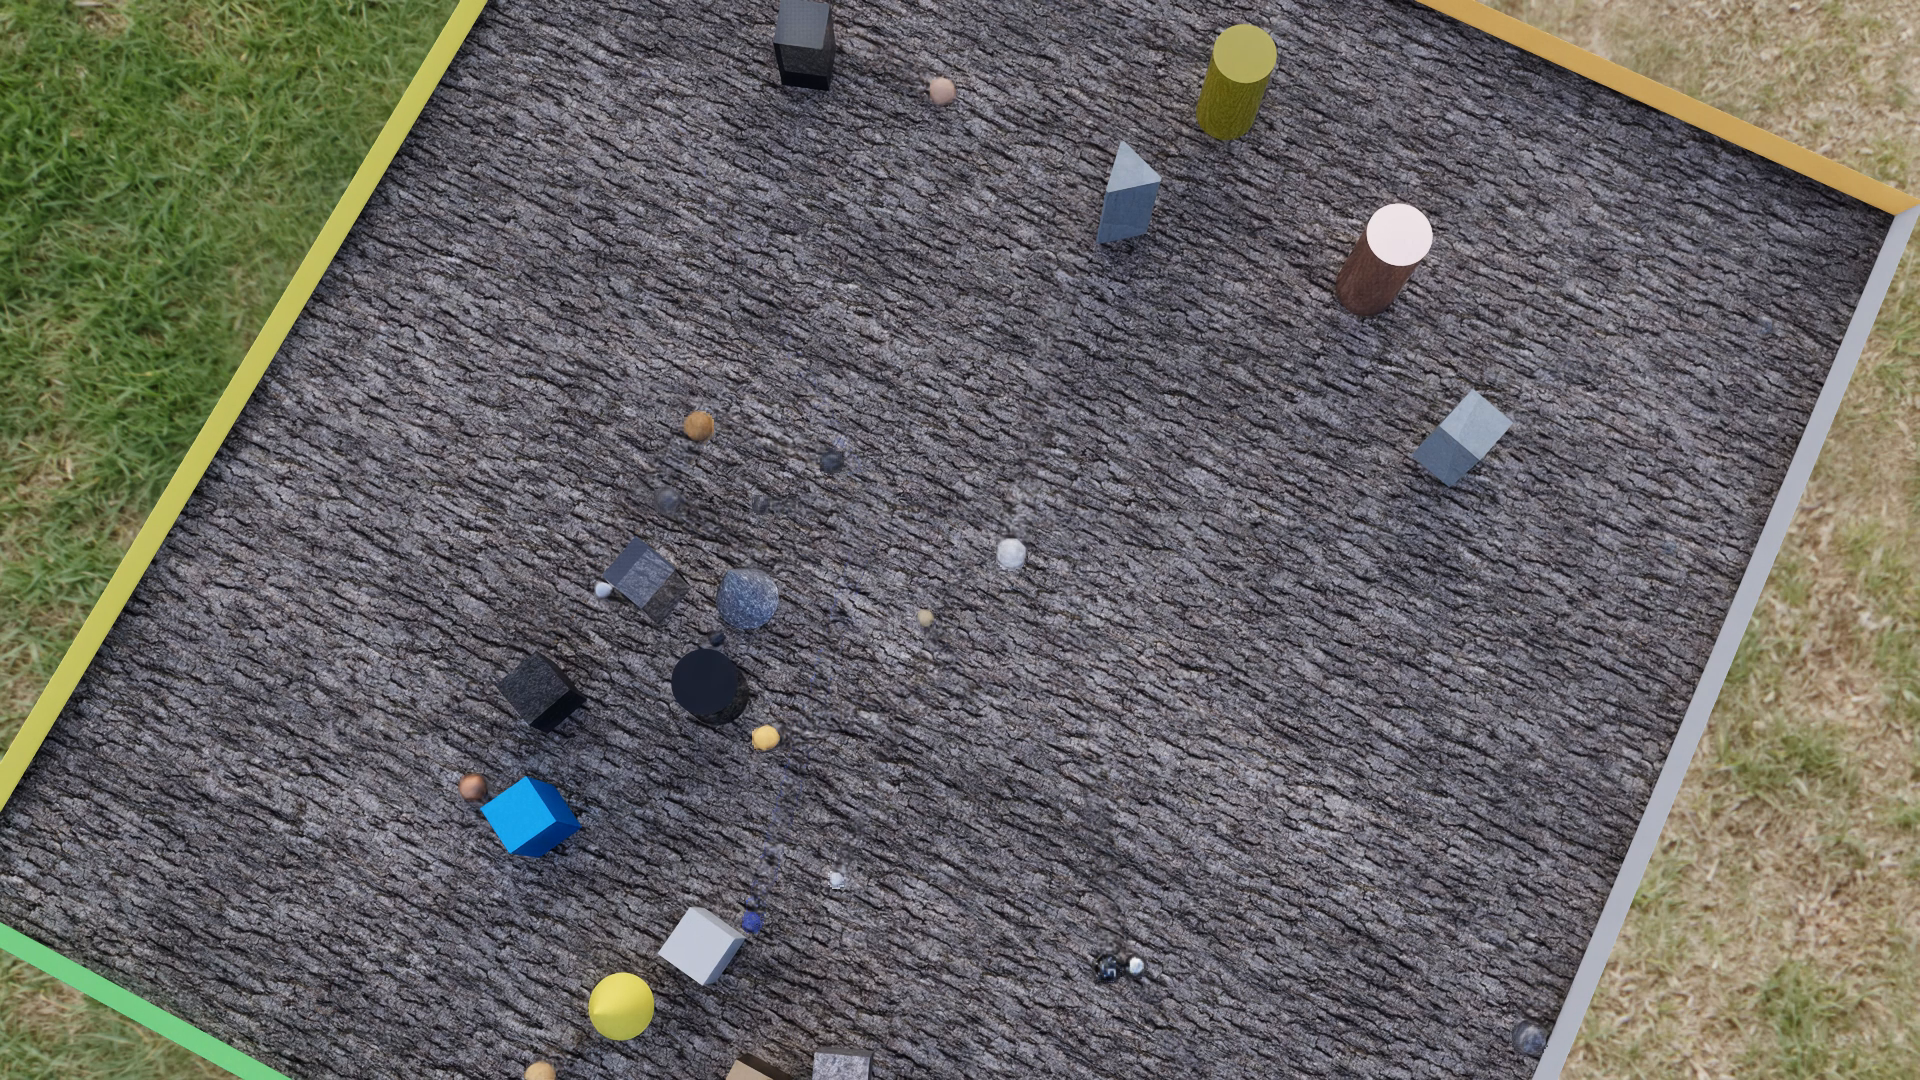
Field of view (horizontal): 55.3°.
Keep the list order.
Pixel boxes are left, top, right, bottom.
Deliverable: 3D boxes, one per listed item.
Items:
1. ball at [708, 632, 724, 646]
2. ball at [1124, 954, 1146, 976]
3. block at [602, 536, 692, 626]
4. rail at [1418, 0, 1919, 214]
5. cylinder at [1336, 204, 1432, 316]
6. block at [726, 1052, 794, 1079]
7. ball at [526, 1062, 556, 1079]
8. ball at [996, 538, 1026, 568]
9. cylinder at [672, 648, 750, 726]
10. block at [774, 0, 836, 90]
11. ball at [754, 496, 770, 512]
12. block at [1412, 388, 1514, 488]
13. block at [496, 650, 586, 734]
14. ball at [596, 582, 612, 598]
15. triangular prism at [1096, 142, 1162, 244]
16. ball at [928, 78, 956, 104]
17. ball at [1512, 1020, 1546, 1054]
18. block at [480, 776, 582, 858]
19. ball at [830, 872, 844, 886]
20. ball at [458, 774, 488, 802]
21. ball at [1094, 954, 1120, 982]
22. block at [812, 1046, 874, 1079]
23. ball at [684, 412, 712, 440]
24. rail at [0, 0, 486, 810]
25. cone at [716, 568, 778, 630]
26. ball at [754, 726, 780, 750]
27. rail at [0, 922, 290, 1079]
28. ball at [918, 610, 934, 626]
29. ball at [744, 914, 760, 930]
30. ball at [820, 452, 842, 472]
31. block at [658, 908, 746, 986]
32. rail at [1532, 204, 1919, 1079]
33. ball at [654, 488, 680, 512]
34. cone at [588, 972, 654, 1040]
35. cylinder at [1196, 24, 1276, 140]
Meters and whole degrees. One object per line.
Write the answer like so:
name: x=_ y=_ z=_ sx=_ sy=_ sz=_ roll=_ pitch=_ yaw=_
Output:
ball: x=-0.736 y=0.300 z=5.531 sx=0.046 sy=0.046 sz=0.046 roll=0 pitch=78 yaw=0
ball: x=0.509 y=1.237 z=5.328 sx=0.063 sy=0.063 sz=0.063 roll=0 pitch=78 yaw=0
block: x=-0.924 y=0.124 z=5.427 sx=0.153 sy=0.321 sz=0.153 roll=38 pitch=81 yaw=7
rail: x=1.018 y=-1.988 z=5.963 sx=4.417 sy=0.124 sz=0.045 roll=26 pitch=80 yaw=5
cylinder: x=1.280 y=-0.843 z=5.557 sx=0.191 sy=0.457 sz=0.191 roll=0 pitch=78 yaw=0
block: x=-0.582 y=1.556 z=5.150 sx=0.153 sy=0.283 sz=0.153 roll=27 pitch=80 yaw=5
ball: x=-1.203 y=1.539 z=5.255 sx=0.085 sy=0.085 sz=0.085 roll=0 pitch=78 yaw=0
ball: x=0.157 y=0.040 z=5.563 sx=0.090 sy=0.090 sz=0.090 roll=0 pitch=78 yaw=0
cylinder: x=-0.730 y=0.434 z=5.379 sx=0.191 sy=0.290 sz=0.191 roll=0 pitch=78 yaw=0
block: x=-0.488 y=-1.563 z=5.792 sx=0.153 sy=0.290 sz=0.153 roll=8 pitch=78 yaw=2
ball: x=-0.608 y=-0.109 z=5.613 sx=0.050 sy=0.050 sz=0.050 roll=0 pitch=78 yaw=0
block: x=1.504 y=-0.302 z=5.505 sx=0.153 sy=0.341 sz=0.153 roll=42 pitch=81 yaw=8
block: x=-1.230 y=0.450 z=5.394 sx=0.153 sy=0.253 sz=0.153 roll=-41 pitch=81 yaw=-8
ball: x=-1.081 y=0.153 z=5.560 sx=0.049 sy=0.049 sz=0.049 roll=0 pitch=78 yaw=0
triangular prism: x=0.497 y=-1.070 z=5.622 sx=0.166 sy=0.423 sz=0.143 roll=-13 pitch=79 yaw=-3
ball: x=-0.058 y=-1.439 z=5.871 sx=0.085 sy=0.085 sz=0.085 roll=0 pitch=78 yaw=0
ball: x=1.638 y=1.431 z=5.272 sx=0.096 sy=0.096 sz=0.096 roll=0 pitch=78 yaw=0
block: x=-1.228 y=0.800 z=5.267 sx=0.153 sy=0.360 sz=0.153 roll=-35 pitch=80 yaw=-7
ball: x=-0.364 y=0.997 z=5.390 sx=0.041 sy=0.041 sz=0.041 roll=0 pitch=78 yaw=0
ball: x=-1.441 y=0.735 z=5.423 sx=0.081 sy=0.081 sz=0.081 roll=0 pitch=78 yaw=0
ball: x=0.427 y=1.241 z=5.320 sx=0.078 sy=0.078 sz=0.078 roll=0 pitch=78 yaw=0
block: x=-0.332 y=1.523 z=5.171 sx=0.153 sy=0.256 sz=0.153 roll=5 pitch=78 yaw=1
ball: x=-0.807 y=-0.350 z=5.643 sx=0.089 sy=0.089 sz=0.089 roll=0 pitch=78 yaw=0
rail: x=-1.954 y=-0.950 z=5.749 sx=0.045 sy=0.124 sz=4.602 roll=26 pitch=80 yaw=5
cone: x=-0.648 y=0.130 z=5.353 sx=0.191 sy=0.464 sz=0.191 roll=0 pitch=78 yaw=0
ball: x=-0.576 y=0.589 z=5.456 sx=0.075 sy=0.075 sz=0.075 roll=0 pitch=78 yaw=0
rail: x=-1.018 y=2.001 z=5.138 sx=4.417 sy=0.124 sz=0.045 roll=26 pitch=80 yaw=5
ball: x=-0.102 y=0.238 z=5.542 sx=0.050 sy=0.050 sz=0.050 roll=0 pitch=78 yaw=0
ball: x=-0.607 y=1.117 z=5.360 sx=0.049 sy=0.049 sz=0.049 roll=0 pitch=78 yaw=0
ball: x=-0.396 y=-0.241 z=5.634 sx=0.064 sy=0.064 sz=0.064 roll=0 pitch=78 yaw=0
block: x=-0.733 y=1.157 z=5.230 sx=0.153 sy=0.287 sz=0.153 roll=34 pitch=80 yaw=7
rail: x=1.954 y=0.963 z=5.353 sx=0.045 sy=0.124 sz=4.602 roll=26 pitch=80 yaw=5
ball: x=-0.895 y=-0.122 z=5.602 sx=0.078 sy=0.078 sz=0.078 roll=0 pitch=78 yaw=0
cone: x=-0.986 y=1.316 z=5.133 sx=0.191 sy=0.413 sz=0.191 roll=0 pitch=78 yaw=0
cylinder: x=0.855 y=-1.418 z=5.700 sx=0.191 sy=0.410 sz=0.191 roll=0 pitch=78 yaw=0
